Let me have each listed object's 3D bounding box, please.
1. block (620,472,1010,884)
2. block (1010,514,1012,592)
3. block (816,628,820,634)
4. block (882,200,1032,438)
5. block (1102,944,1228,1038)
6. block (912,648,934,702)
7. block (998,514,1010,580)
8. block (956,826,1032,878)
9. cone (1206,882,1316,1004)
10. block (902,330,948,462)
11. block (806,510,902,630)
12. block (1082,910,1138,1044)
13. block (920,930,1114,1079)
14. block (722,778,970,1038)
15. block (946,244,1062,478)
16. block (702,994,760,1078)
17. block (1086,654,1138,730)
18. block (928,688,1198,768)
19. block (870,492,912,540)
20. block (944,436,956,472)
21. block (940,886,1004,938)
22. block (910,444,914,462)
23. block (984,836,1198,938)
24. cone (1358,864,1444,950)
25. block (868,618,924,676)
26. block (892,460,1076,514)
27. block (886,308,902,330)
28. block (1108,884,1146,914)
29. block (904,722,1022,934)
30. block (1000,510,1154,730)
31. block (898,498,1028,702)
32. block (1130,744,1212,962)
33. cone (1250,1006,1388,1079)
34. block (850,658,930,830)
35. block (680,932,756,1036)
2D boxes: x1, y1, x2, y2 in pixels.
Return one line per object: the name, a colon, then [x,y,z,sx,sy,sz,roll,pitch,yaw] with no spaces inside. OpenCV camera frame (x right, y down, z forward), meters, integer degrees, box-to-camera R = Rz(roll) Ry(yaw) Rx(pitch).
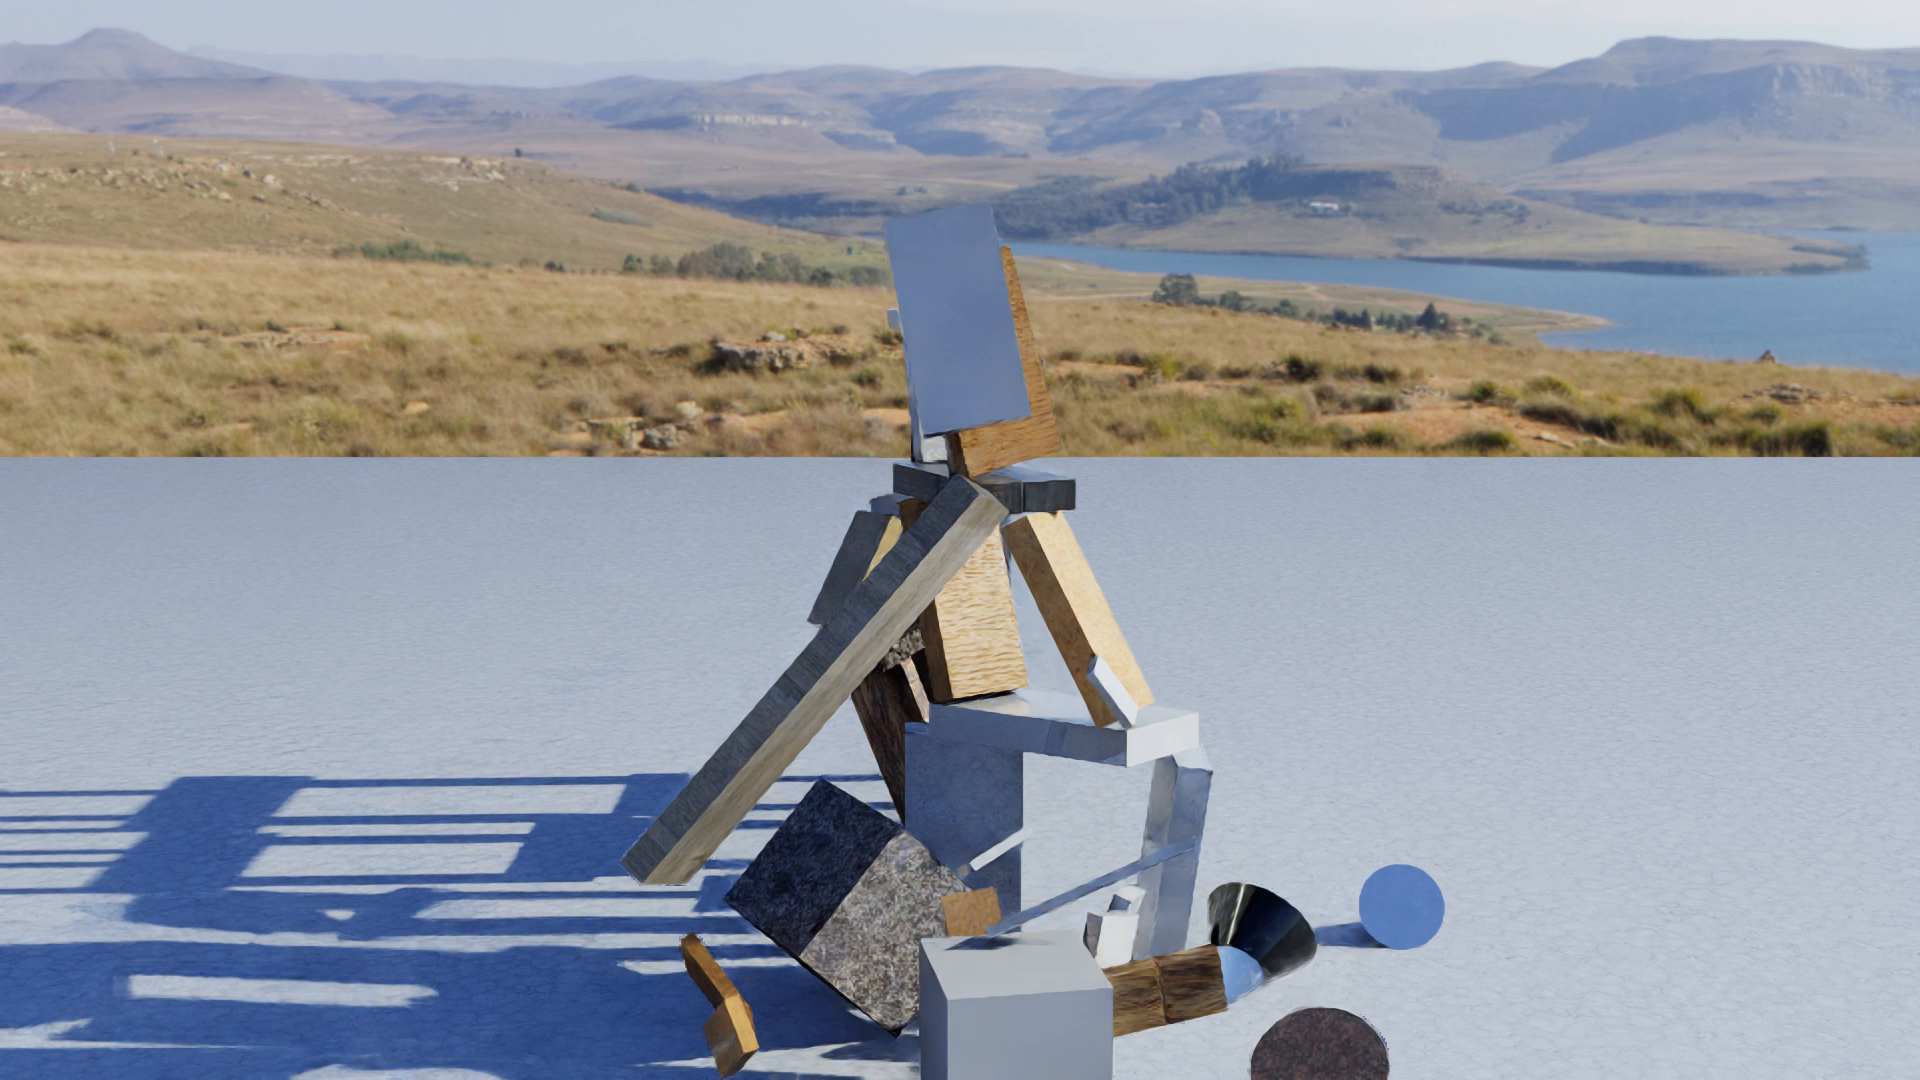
block: [-0.189,0.192,2.918,0.042,0.676,0.149,42,5,17]
block: [0.004,-0.035,4.005,0.177,0.354,0.050,0,11,0]
block: [-0.166,0.102,3.532,0.100,0.028,0.200,-15,41,39]
block: [-0.004,-0.300,2.998,0.149,0.299,0.042,-11,-4,-1]
block: [0.267,0.614,2.986,0.183,0.091,0.026,-12,18,-4]
block: [-0.012,0.265,3.624,0.113,0.226,0.032,-6,7,7]
block: [0.001,0.041,3.679,0.162,0.324,0.046,0,11,0]
block: [0.044,0.397,2.794,0.096,0.014,0.048,-28,-8,-28]
cone: [0.405,0.631,3.229,0.179,0.179,0.179,7,39,33]
block: [-0.027,-0.224,3.315,0.101,0.203,0.029,-10,10,-26]
block: [-0.166,0.052,3.494,0.028,0.200,0.100,32,-13,-35]
block: [0.195,0.606,3.035,0.026,0.183,0.091,11,0,37]
block: [0.068,0.641,2.822,0.208,0.208,0.208,-2,11,-10]
block: [-0.146,0.521,3.137,0.224,0.224,0.224,47,-15,-33]
block: [0.034,-0.251,3.101,0.149,0.299,0.042,-17,6,-22]
block: [-0.303,0.656,2.901,0.021,0.074,0.148,-16,-19,-25]
block: [0.204,0.204,2.952,0.014,0.096,0.048,-29,18,25]
block: [0.149,0.270,3.212,0.357,0.051,0.179,5,8,39]
block: [-0.083,0.021,3.578,0.100,0.200,0.028,-14,-3,43]
block: [0.019,-0.208,3.181,0.101,0.203,0.029,-15,12,-25]
block: [0.025,0.544,2.942,0.074,0.149,0.021,-10,-9,-9]
block: [0.000,-0.161,3.751,0.162,0.046,0.324,0,11,0]
block: [0.172,0.452,2.862,0.296,0.014,0.048,-24,-11,3]
cone: [0.695,0.591,3.499,0.133,0.133,0.133,1,-16,4]
block: [-0.093,0.160,3.526,0.113,0.032,0.226,-13,12,44]
block: [0.031,-0.079,3.203,0.152,0.043,0.304,-4,9,-24]
block: [-0.027,-0.328,3.223,0.101,0.029,0.203,-13,12,-19]
block: [0.212,0.588,3.152,0.026,0.183,0.091,23,8,17]
block: [0.005,0.459,3.390,0.179,0.357,0.051,0,15,-1]
block: [0.165,0.107,3.062,0.043,0.304,0.152,-28,-6,20]
block: [0.006,0.083,3.304,0.152,0.304,0.043,-6,-7,-41]
block: [0.309,0.479,3.261,0.051,0.357,0.179,6,12,-5]
cone: [0.453,0.645,2.855,0.175,0.175,0.175,0,15,0]
block: [-0.071,0.355,3.493,0.113,0.333,0.032,-17,9,31]
block: [-0.326,0.605,2.965,0.021,0.074,0.148,-28,51,-23]
